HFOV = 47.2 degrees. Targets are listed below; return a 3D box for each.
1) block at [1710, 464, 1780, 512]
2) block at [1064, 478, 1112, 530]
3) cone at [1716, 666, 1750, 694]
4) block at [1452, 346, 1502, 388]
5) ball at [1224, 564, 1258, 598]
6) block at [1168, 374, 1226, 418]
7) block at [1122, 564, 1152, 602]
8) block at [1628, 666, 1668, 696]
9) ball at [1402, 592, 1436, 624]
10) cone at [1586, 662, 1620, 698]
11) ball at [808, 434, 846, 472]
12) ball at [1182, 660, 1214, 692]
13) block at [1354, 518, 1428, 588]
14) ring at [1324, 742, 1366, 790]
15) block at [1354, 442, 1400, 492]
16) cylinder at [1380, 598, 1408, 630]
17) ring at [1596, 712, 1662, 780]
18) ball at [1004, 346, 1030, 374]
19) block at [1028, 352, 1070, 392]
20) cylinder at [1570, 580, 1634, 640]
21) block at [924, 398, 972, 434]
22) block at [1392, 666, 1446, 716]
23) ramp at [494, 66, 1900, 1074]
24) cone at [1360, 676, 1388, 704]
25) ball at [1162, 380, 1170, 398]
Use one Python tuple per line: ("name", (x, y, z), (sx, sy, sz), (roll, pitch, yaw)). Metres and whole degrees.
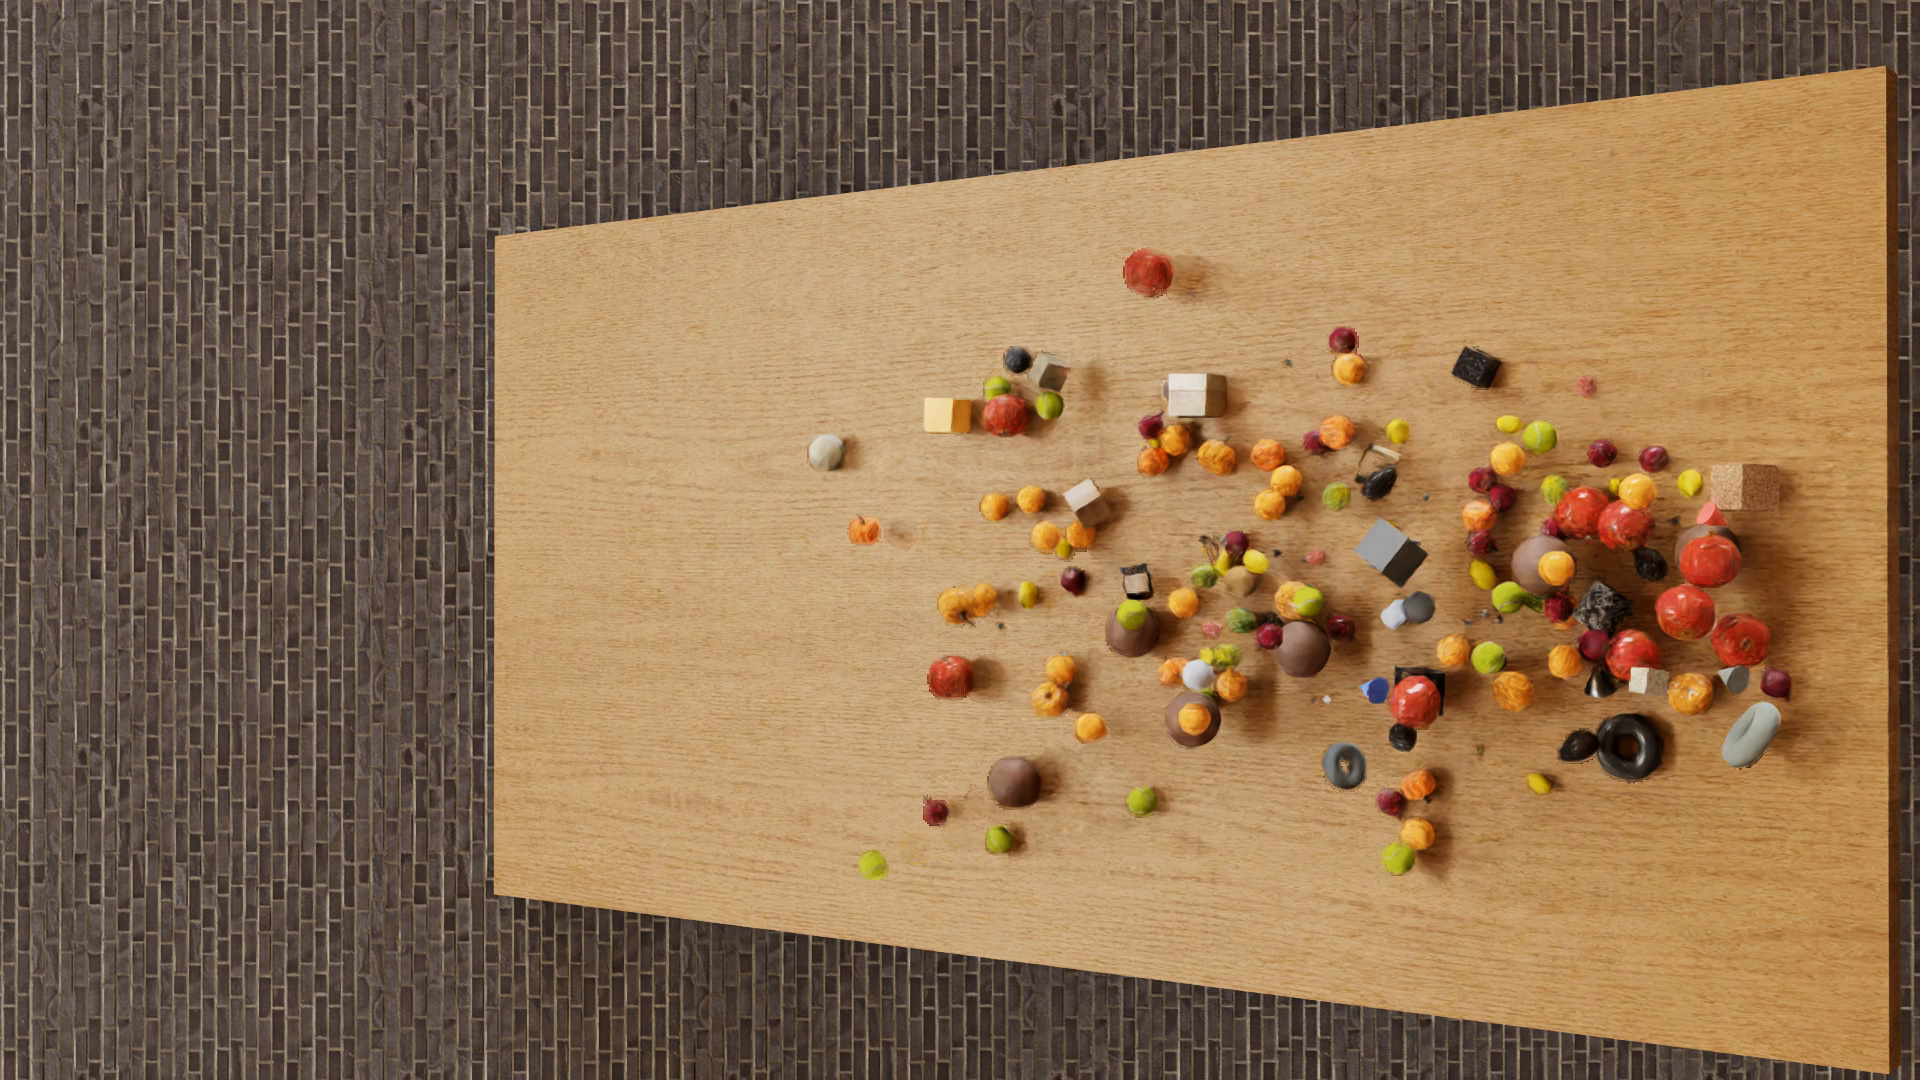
("block", (1.591, -0.106, 4.460), (0.092, 0.092, 0.092), (2, 89, -21))
("block", (0.312, -0.088, 5.377), (0.075, 0.075, 0.075), (-33, 133, 2))
("cone", (1.507, 0.266, 4.319), (0.059, 0.059, 0.059), (-8, 108, -25))
("block", (1.134, -0.379, 4.828), (0.066, 0.066, 0.066), (34, 108, 31))
("ball", (0.658, 0.097, 5.156), (0.077, 0.077, 0.077), (0, 90, 0))
("block", (0.563, -0.342, 5.215), (0.099, 0.099, 0.099), (3, 91, 36))
("block", (0.427, 0.104, 5.303), (0.061, 0.061, 0.061), (-10, 123, -3))
("block", (1.412, 0.290, 4.510), (0.052, 0.052, 0.052), (10, 85, -21))
("ball", (1.007, 0.149, 4.824), (0.070, 0.070, 0.070), (0, 90, 0))
("cone", (1.349, 0.283, 4.645), (0.072, 0.072, 0.072), (-22, 117, 0))
("ball", (-0.354, -0.231, 5.869), (0.100, 0.100, 0.100), (0, 90, 0))
("ball", (0.538, 0.306, 4.968), (0.073, 0.073, 0.073), (0, 90, 0))
("block", (0.939, 0.028, 4.793), (0.094, 0.094, 0.094), (-52, 134, 5))
("ring", (0.844, 0.496, 4.830), (0.104, 0.035, 0.104), (8, 71, -23))
("block", (0.938, -0.163, 4.940), (0.072, 0.072, 0.072), (21, 118, 13))
("cylinder", (0.980, 0.166, 4.937), (0.050, 0.050, 0.050), (41, 130, 0))
("ring", (1.409, 0.436, 4.637), (0.143, 0.048, 0.143), (0, 91, 35))
("ball", (0.145, -0.453, 5.535), (0.066, 0.066, 0.066), (0, 90, 0))
("block", (0.219, -0.412, 5.393), (0.065, 0.065, 0.065), (12, 113, -27))
("cylinder", (1.350, 0.146, 4.621), (0.092, 0.092, 0.092), (33, 100, 0))
("block", (-0.031, -0.320, 5.648), (0.085, 0.085, 0.085), (5, 92, 35))
("block", (1.015, 0.334, 4.867), (0.094, 0.094, 0.094), (4, 93, 2))
("ramp", (0.241, 0.067, 5.564), (4.000, 0.100, 2.000), (0, 89, 36))
("cone", (0.880, 0.320, 4.734), (0.060, 0.060, 0.060), (-4, 97, -31))
("ball", (0.514, -0.360, 5.278), (0.055, 0.055, 0.055), (0, 90, 0))
